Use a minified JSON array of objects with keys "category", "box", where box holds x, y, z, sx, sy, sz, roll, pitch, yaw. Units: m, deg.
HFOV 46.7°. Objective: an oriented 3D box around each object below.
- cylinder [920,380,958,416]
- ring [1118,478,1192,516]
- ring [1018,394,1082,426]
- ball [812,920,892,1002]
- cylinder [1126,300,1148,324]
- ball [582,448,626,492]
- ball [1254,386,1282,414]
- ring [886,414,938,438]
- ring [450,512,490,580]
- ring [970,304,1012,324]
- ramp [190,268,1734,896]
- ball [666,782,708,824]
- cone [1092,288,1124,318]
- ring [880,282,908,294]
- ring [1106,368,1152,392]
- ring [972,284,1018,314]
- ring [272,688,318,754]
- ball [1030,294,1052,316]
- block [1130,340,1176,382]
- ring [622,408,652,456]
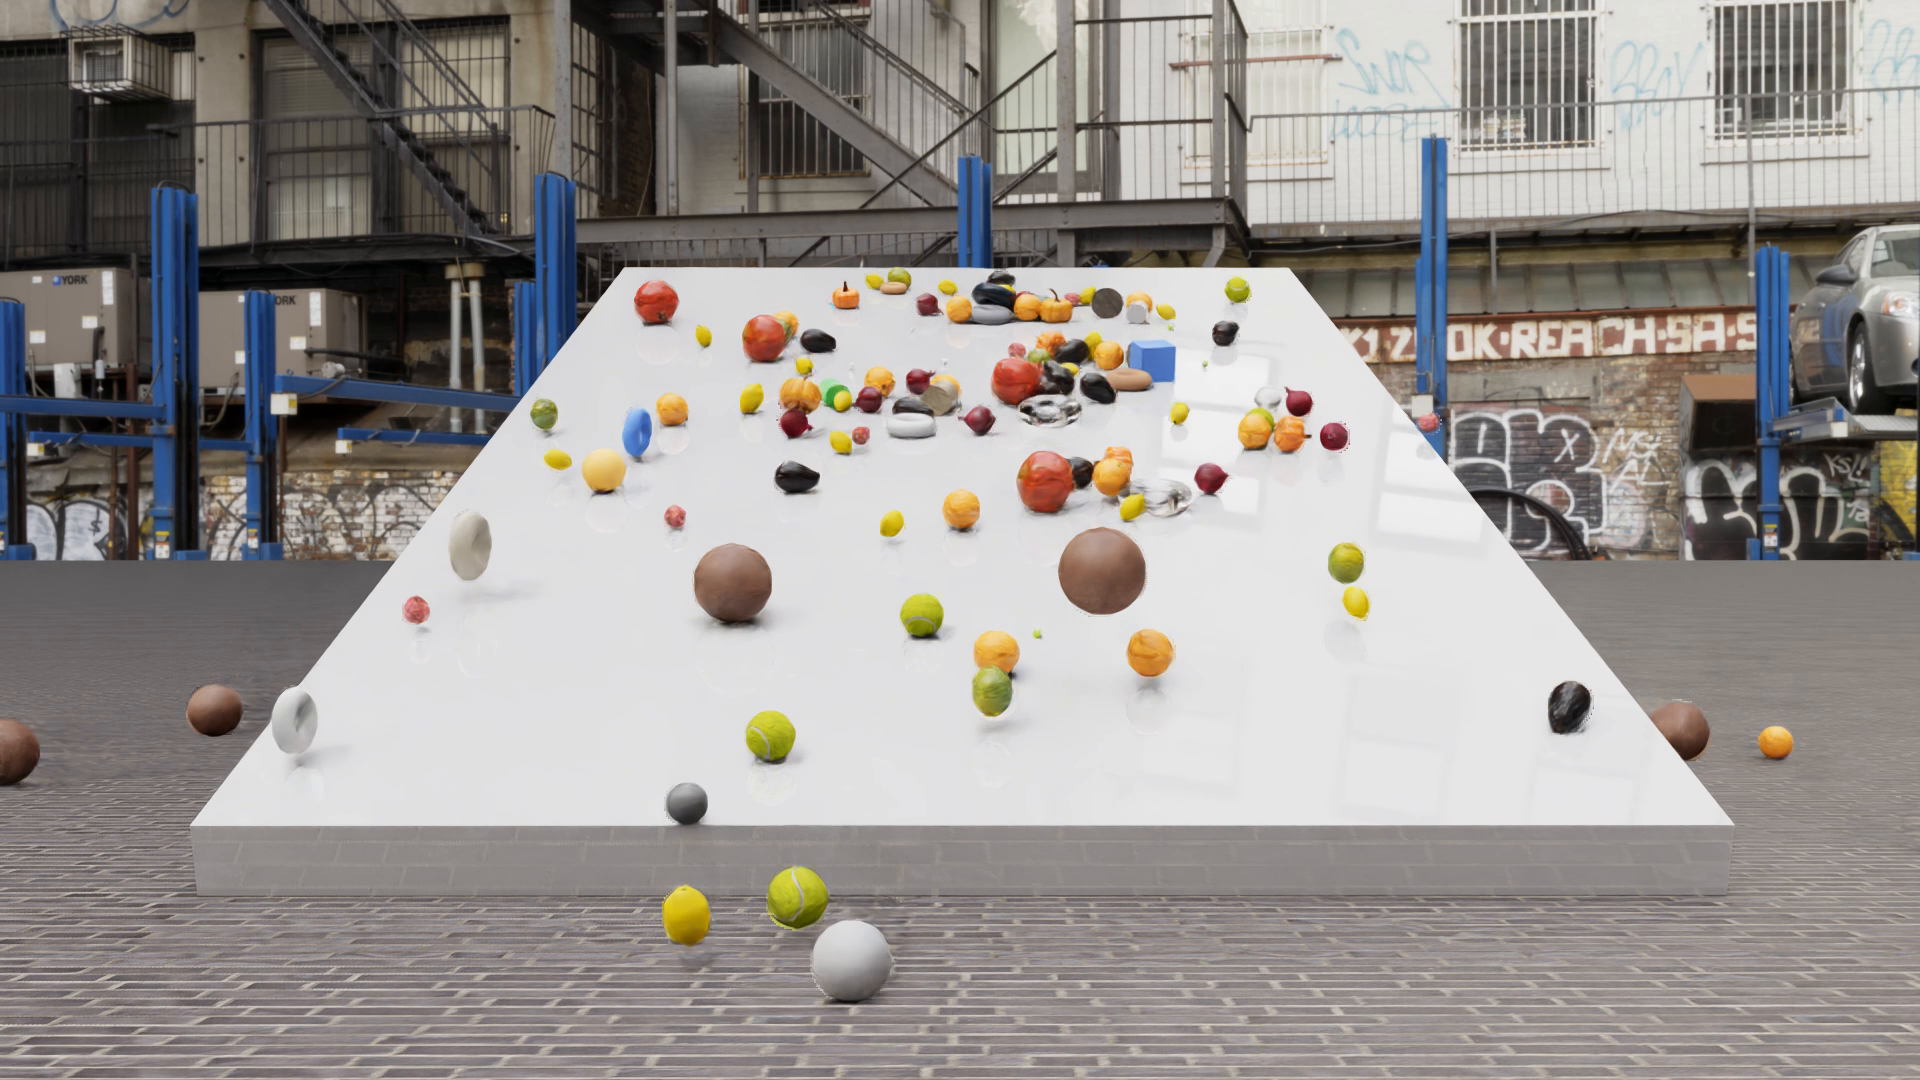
[{"category":"cylinder","box":[-0.045,-0.317,4.971,0.069,0.069,0.069,0,17,17]},{"category":"ring","box":[0.374,-0.083,4.257,0.143,0.048,0.143,0,16,0]},{"category":"ring","box":[0.198,-0.285,4.906,0.143,0.048,0.143,-1,18,0]},{"category":"ball","box":[-0.109,0.421,2.226,0.080,0.080,0.080,0,0,0]},{"category":"cylinder","box":[0.473,-0.607,5.928,0.055,0.055,0.055,0,17,12]},{"category":"ball","box":[-0.698,-0.137,4.361,0.086,0.086,0.086,0,0,0]},{"category":"ball","box":[0.688,-0.314,4.977,0.060,0.060,0.060,0,0,0]},{"category":"ring","box":[-0.104,-0.246,4.798,0.111,0.037,0.111,1,17,0]},{"category":"ring","box":[-0.822,0.010,3.739,0.039,0.117,0.117,4,0,11]},{"category":"ring","box":[0.082,-0.602,5.938,0.114,0.038,0.114,4,19,-1]},{"category":"ramp","box":[-0.003,-0.177,4.806,2.000,0.100,4.000,0,17,0]},{"category":"ball","box":[-0.353,0.341,2.881,0.054,0.054,0.054,0,0,0]},{"category":"cone","box":[0.394,-0.629,6.026,0.086,0.086,0.086,0,-9,-2]},{"category":"ring","box":[-0.188,-0.715,6.322,0.077,0.026,0.077,1,17,0]},{"category":"ring","box":[0.395,-0.375,5.213,0.111,0.037,0.111,1,17,0]},{"category":"ring","box":[0.095,-0.649,5.992,0.131,0.044,0.131,18,-15,5]},{"category":"ring","box":[-0.916,0.249,3.067,0.031,0.093,0.093,0,0,13]},{"category":"ball","box":[0.219,-0.633,6.001,0.061,0.061,0.061,0,0,0]},{"category":"block","box":[0.459,-0.425,5.295,0.084,0.084,0.084,-4,18,-13]},{"category":"ring","box":[-0.666,-0.223,4.595,0.034,0.102,0.102,9,2,13]}]
